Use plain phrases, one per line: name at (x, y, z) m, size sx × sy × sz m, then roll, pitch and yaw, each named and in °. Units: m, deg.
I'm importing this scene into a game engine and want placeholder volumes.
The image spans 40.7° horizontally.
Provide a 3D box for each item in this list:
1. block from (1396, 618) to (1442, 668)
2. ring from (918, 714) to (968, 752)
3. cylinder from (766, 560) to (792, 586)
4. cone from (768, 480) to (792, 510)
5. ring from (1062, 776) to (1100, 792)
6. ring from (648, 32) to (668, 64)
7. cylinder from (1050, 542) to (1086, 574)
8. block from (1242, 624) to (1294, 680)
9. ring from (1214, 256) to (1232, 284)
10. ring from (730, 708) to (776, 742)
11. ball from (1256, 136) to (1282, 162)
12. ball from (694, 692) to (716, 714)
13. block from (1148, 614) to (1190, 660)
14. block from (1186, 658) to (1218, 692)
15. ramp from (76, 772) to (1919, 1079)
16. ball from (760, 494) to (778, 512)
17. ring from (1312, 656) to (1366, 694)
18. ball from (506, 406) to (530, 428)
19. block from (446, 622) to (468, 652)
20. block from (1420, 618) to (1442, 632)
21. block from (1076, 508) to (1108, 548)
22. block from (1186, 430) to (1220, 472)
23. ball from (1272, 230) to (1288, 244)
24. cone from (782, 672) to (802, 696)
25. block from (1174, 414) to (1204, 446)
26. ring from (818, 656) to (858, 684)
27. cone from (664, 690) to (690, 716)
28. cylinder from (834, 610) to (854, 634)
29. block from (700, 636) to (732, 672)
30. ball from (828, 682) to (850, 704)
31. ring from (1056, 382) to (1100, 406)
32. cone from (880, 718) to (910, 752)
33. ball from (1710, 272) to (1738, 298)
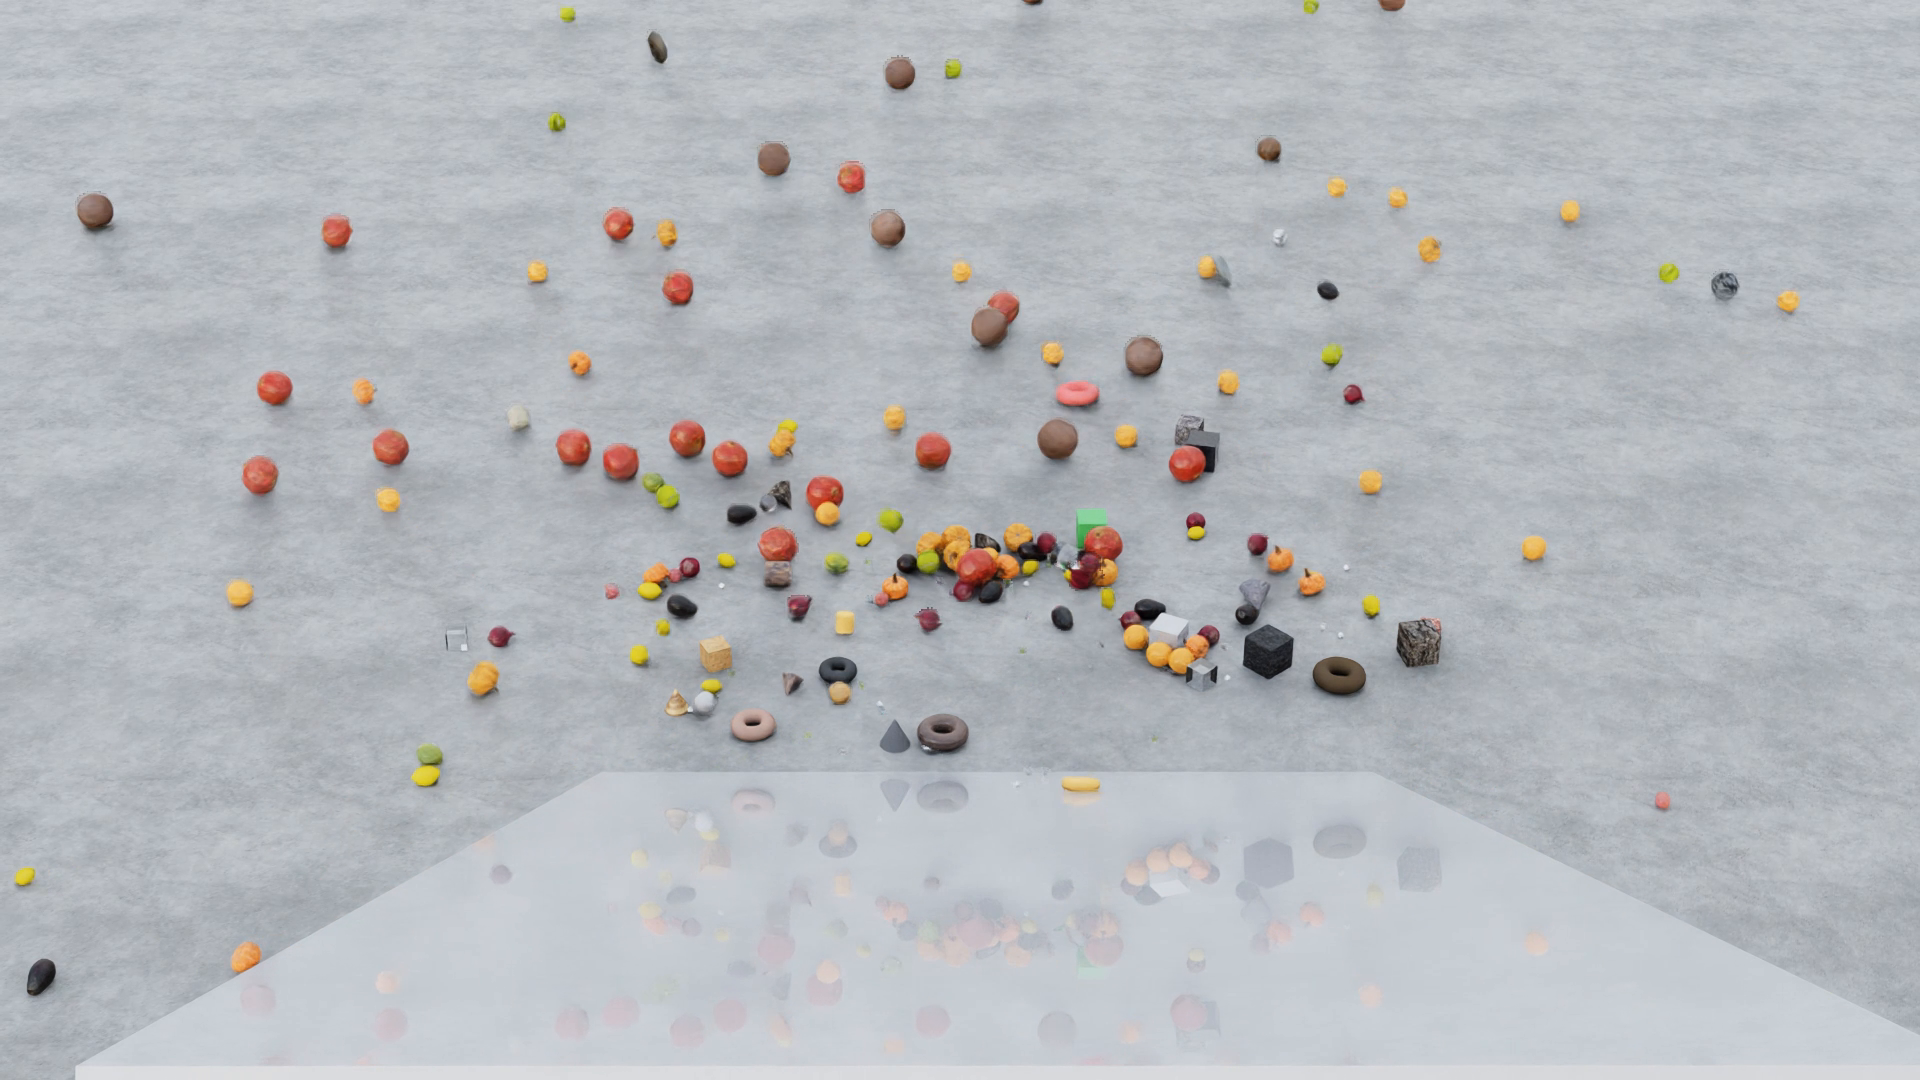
block at (1.290, 0.290, 7.290) m, size 0.092 × 0.092 × 0.092 m, roll -6°, pitch 32°, yaw -10°
ring at (-0.046, 0.517, 6.969) m, size 0.141 × 0.047 × 0.141 m, roll 1°, pitch 31°, yaw -1°
cylinder at (-0.534, 0.098, 7.615) m, size 0.073 × 0.073 × 0.073 m, roll -1°, pitch 32°, yaw -2°
cone at (-0.541, -0.125, 8.006) m, size 0.083 × 0.083 × 0.083 m, roll -21°, pitch 64°, yaw -30°
ring at (0.287, 0.579, 6.147) m, size 0.092 × 0.031 × 0.092 m, roll 1°, pitch -1°, yaw 0°
ring at (-1.293, -2.108, 11.089) m, size 0.045 × 0.135 × 0.135 m, roll -17°, pitch 36°, yaw -25°
cylinder at (0.320, 0.052, 7.686) m, size 0.076 × 0.076 × 0.076 m, roll 25°, pitch 40°, yaw 35°
block at (0.863, 0.312, 7.250) m, size 0.097 × 0.097 × 0.097 m, roll -26°, pitch 40°, yaw -35°
ring at (0.944, -0.969, 9.293) m, size 0.036 × 0.109 × 0.109 m, roll -24°, pitch 33°, yaw 5°
ring at (-0.559, 0.499, 7.004) m, size 0.122 × 0.041 × 0.122 m, roll -1°, pitch 33°, yaw 0°
ball at (1.219, -1.542, 10.220) m, size 0.096 × 0.096 × 0.096 m, roll 0°, pitch 32°, yaw 0°
ball at (-0.694, 0.443, 7.075) m, size 0.059 × 0.059 × 0.059 m, roll 0°, pitch 32°, yaw 0°
block at (0.590, 0.273, 7.321) m, size 0.086 × 0.086 × 0.086 m, roll 15°, pitch 35°, yaw 23°
block at (0.670, 0.374, 7.185) m, size 0.060 × 0.060 × 0.060 m, roll 28°, pitch 41°, yaw 37°
ramp at (0.071, 0.627, 4.718) m, size 2.000 × 0.100 × 4.000 m, roll 0°, pitch -1°, yaw 0°
ball at (-0.589, -0.113, 7.972) m, size 0.053 × 0.053 × 0.053 m, roll 0°, pitch 32°, yaw 0°
ring at (1.053, 0.376, 7.193) m, size 0.148 × 0.049 × 0.148 m, roll 1°, pitch 31°, yaw -1°
ball at (-1.433, -0.398, 8.407) m, size 0.076 × 0.076 × 0.076 m, roll 0°, pitch 32°, yaw 0°
block at (-1.426, 0.275, 7.347) m, size 0.056 × 0.056 × 0.056 m, roll -3°, pitch 32°, yaw -5°
block at (1.338, 0.258, 7.376) m, size 0.054 × 0.054 × 0.054 m, roll 2°, pitch 32°, yaw 4°
block at (0.397, -0.034, 7.814) m, size 0.087 × 0.087 × 0.087 m, roll -1°, pitch 32°, yaw -1°
block at (0.768, -0.281, 8.203) m, size 0.093 × 0.093 × 0.093 m, roll 7°, pitch 33°, yaw 11°
ball at (1.183, -1.121, 9.582) m, size 0.057 × 0.057 × 0.057 m, roll 0°, pitch 32°, yaw 0°
cone at (-0.471, 0.407, 7.165) m, size 0.058 × 0.058 × 0.058 m, roll 9°, pitch 60°, yaw 14°
block at (0.738, -0.349, 8.329) m, size 0.075 × 0.075 × 0.075 m, roll 11°, pitch 34°, yaw 16°
ring at (-0.340, 0.363, 7.225) m, size 0.108 × 0.036 × 0.108 m, roll 1°, pitch 32°, yaw -1°
cone at (-0.775, 0.433, 7.081) m, size 0.070 × 0.070 × 0.070 m, roll 0°, pitch 32°, yaw 0°
cylinder at (-0.330, 0.235, 7.404) m, size 0.052 × 0.052 × 0.052 m, roll 7°, pitch 17°, yaw -2°
block at (-0.685, 0.320, 7.265) m, size 0.068 × 0.068 × 0.068 m, roll -15°, pitch 35°, yaw -23°
ball at (-0.331, 0.419, 7.113) m, size 0.060 × 0.060 × 0.060 m, roll 0°, pitch 32°, yaw 0°
ring at (0.390, -0.484, 8.560) m, size 0.143 × 0.048 × 0.143 m, roll -3°, pitch 23°, yaw 1°
cone at (-0.174, 0.512, 6.942) m, size 0.083 × 0.083 × 0.083 m, roll 0°, pitch 32°, yaw 0°
ball at (2.714, -0.904, 9.198) m, size 0.095 × 0.095 × 0.095 m, roll 0°, pitch 32°, yaw 0°
